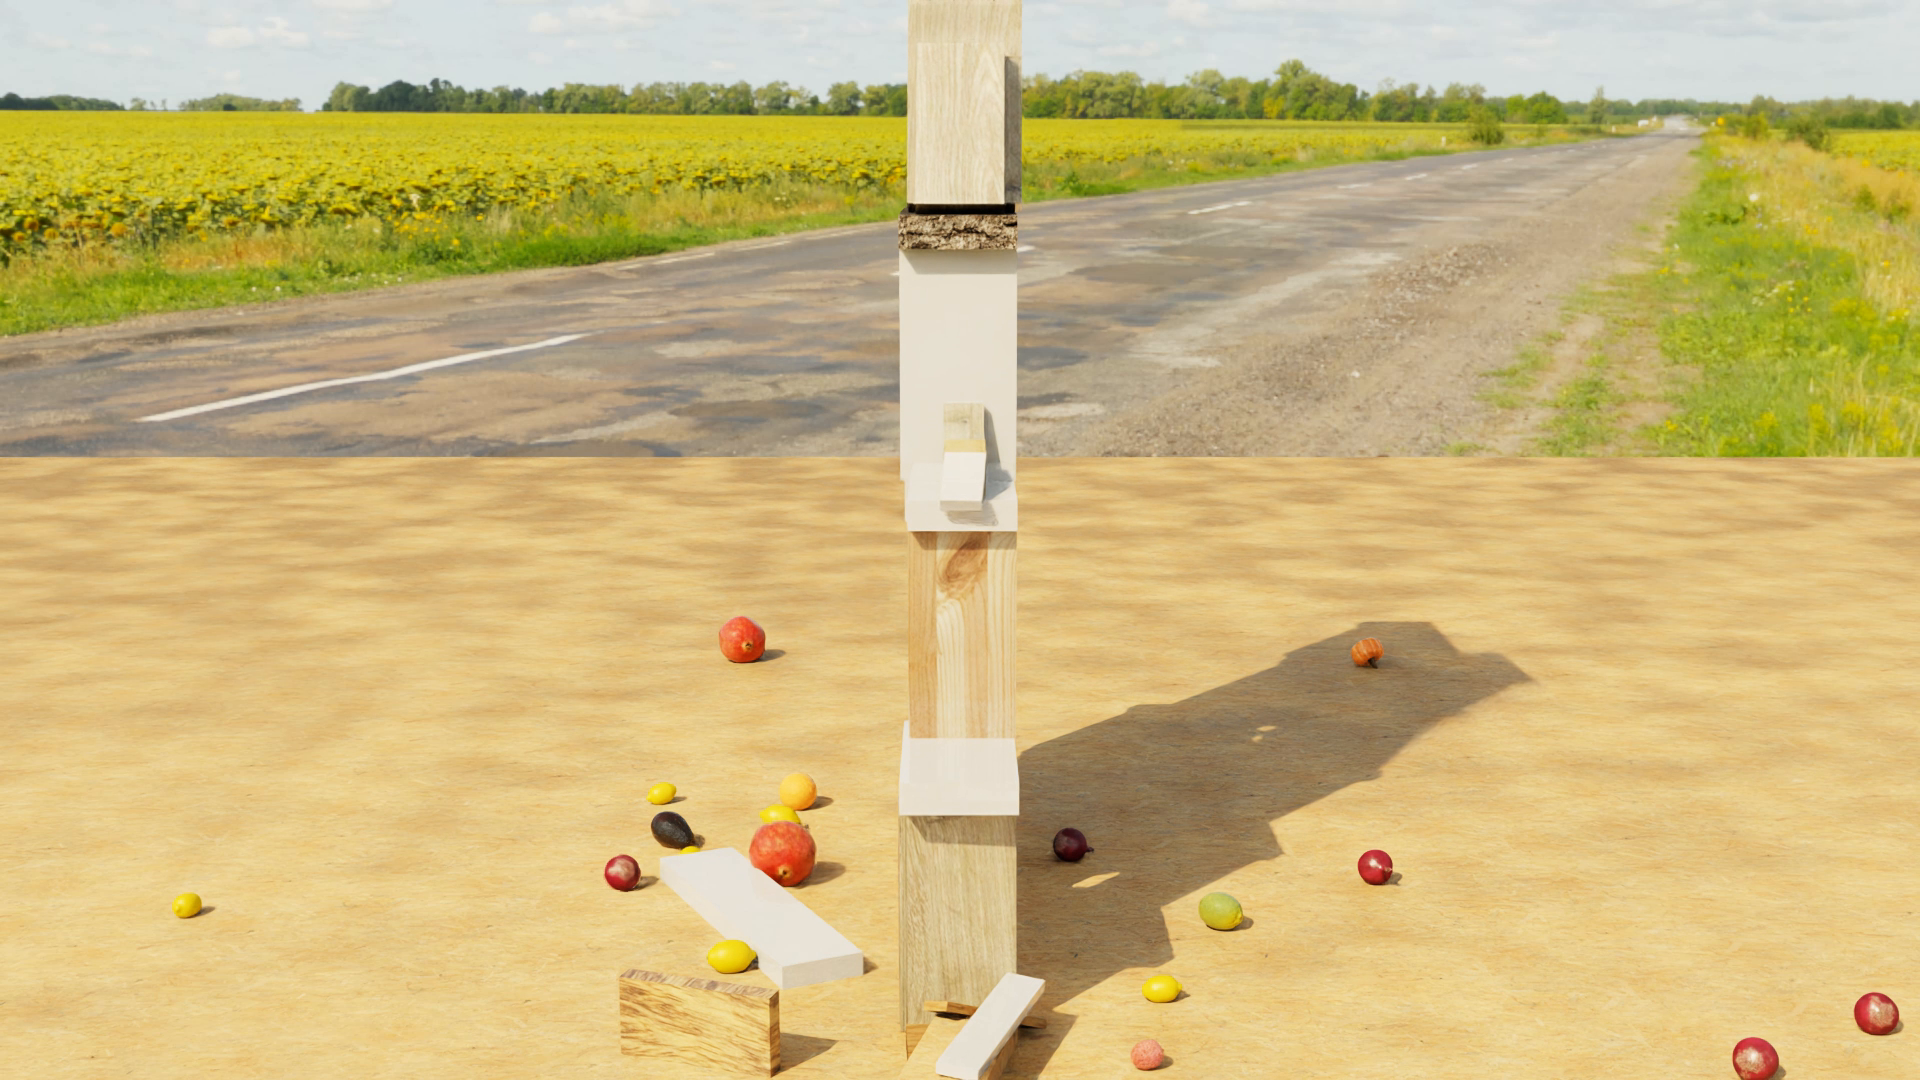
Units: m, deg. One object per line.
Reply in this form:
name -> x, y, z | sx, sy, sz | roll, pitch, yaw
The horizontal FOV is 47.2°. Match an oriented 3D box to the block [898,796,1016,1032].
block -> -0.004, 0.527, 3.108 | 0.164, 0.328, 0.046 | -1, 8, -4

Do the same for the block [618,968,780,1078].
block -> -0.355, 0.657, 2.996 | 0.226, 0.113, 0.032 | 4, 11, 20

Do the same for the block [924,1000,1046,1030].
block -> 0.036, 0.657, 3.042 | 0.192, 0.013, 0.046 | 20, -21, -40

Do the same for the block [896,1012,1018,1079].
block -> -0.002, 0.685, 2.892 | 0.113, 0.032, 0.226 | 2, 11, 13

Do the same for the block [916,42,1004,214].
block -> 0.001, -0.614, 3.277 | 0.131, 0.261, 0.037 | 0, -15, 1

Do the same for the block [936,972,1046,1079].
block -> 0.044, 0.649, 2.944 | 0.056, 0.016, 0.318 | 9, 13, 16

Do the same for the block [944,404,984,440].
block -> 0.005, -0.143, 3.272 | 0.060, 0.120, 0.017 | 0, -7, 0

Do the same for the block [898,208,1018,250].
block -> -0.003, -0.480, 3.379 | 0.174, 0.049, 0.347 | 0, 10, 0

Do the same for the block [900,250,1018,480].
block -> -0.003, -0.264, 3.301 | 0.174, 0.347, 0.049 | 0, 10, 0

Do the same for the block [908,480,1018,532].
block -> 0.003, -0.063, 3.291 | 0.157, 0.044, 0.314 | 0, 10, 0

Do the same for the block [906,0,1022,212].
block -> 0.008, -0.674, 3.347 | 0.172, 0.345, 0.049 | 0, -6, 1

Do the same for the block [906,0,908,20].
block -> -0.004, -0.937, 3.753 | 0.172, 0.344, 0.049 | 0, 10, 0

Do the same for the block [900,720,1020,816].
block -> -0.002, 0.325, 3.168 | 0.164, 0.046, 0.328 | 0, 10, 0

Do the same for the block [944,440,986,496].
block -> 0.007, -0.106, 3.210 | 0.060, 0.017, 0.120 | 0, 37, 0

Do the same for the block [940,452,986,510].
block -> 0.005, -0.085, 3.154 | 0.060, 0.017, 0.120 | 2, 37, 3

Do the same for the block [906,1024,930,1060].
block -> -0.013, 0.708, 2.946 | 0.113, 0.032, 0.226 | -1, 11, -3

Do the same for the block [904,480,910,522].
block -> -0.002, -0.255, 3.539 | 0.174, 0.450, 0.049 | 0, 11, 0

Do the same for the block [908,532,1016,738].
block -> 0.003, 0.133, 3.219 | 0.157, 0.314, 0.044 | 0, 10, 0

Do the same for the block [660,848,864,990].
block -> -0.328, 0.598, 3.525 | 0.130, 0.037, 0.553 | -5, 12, -26
